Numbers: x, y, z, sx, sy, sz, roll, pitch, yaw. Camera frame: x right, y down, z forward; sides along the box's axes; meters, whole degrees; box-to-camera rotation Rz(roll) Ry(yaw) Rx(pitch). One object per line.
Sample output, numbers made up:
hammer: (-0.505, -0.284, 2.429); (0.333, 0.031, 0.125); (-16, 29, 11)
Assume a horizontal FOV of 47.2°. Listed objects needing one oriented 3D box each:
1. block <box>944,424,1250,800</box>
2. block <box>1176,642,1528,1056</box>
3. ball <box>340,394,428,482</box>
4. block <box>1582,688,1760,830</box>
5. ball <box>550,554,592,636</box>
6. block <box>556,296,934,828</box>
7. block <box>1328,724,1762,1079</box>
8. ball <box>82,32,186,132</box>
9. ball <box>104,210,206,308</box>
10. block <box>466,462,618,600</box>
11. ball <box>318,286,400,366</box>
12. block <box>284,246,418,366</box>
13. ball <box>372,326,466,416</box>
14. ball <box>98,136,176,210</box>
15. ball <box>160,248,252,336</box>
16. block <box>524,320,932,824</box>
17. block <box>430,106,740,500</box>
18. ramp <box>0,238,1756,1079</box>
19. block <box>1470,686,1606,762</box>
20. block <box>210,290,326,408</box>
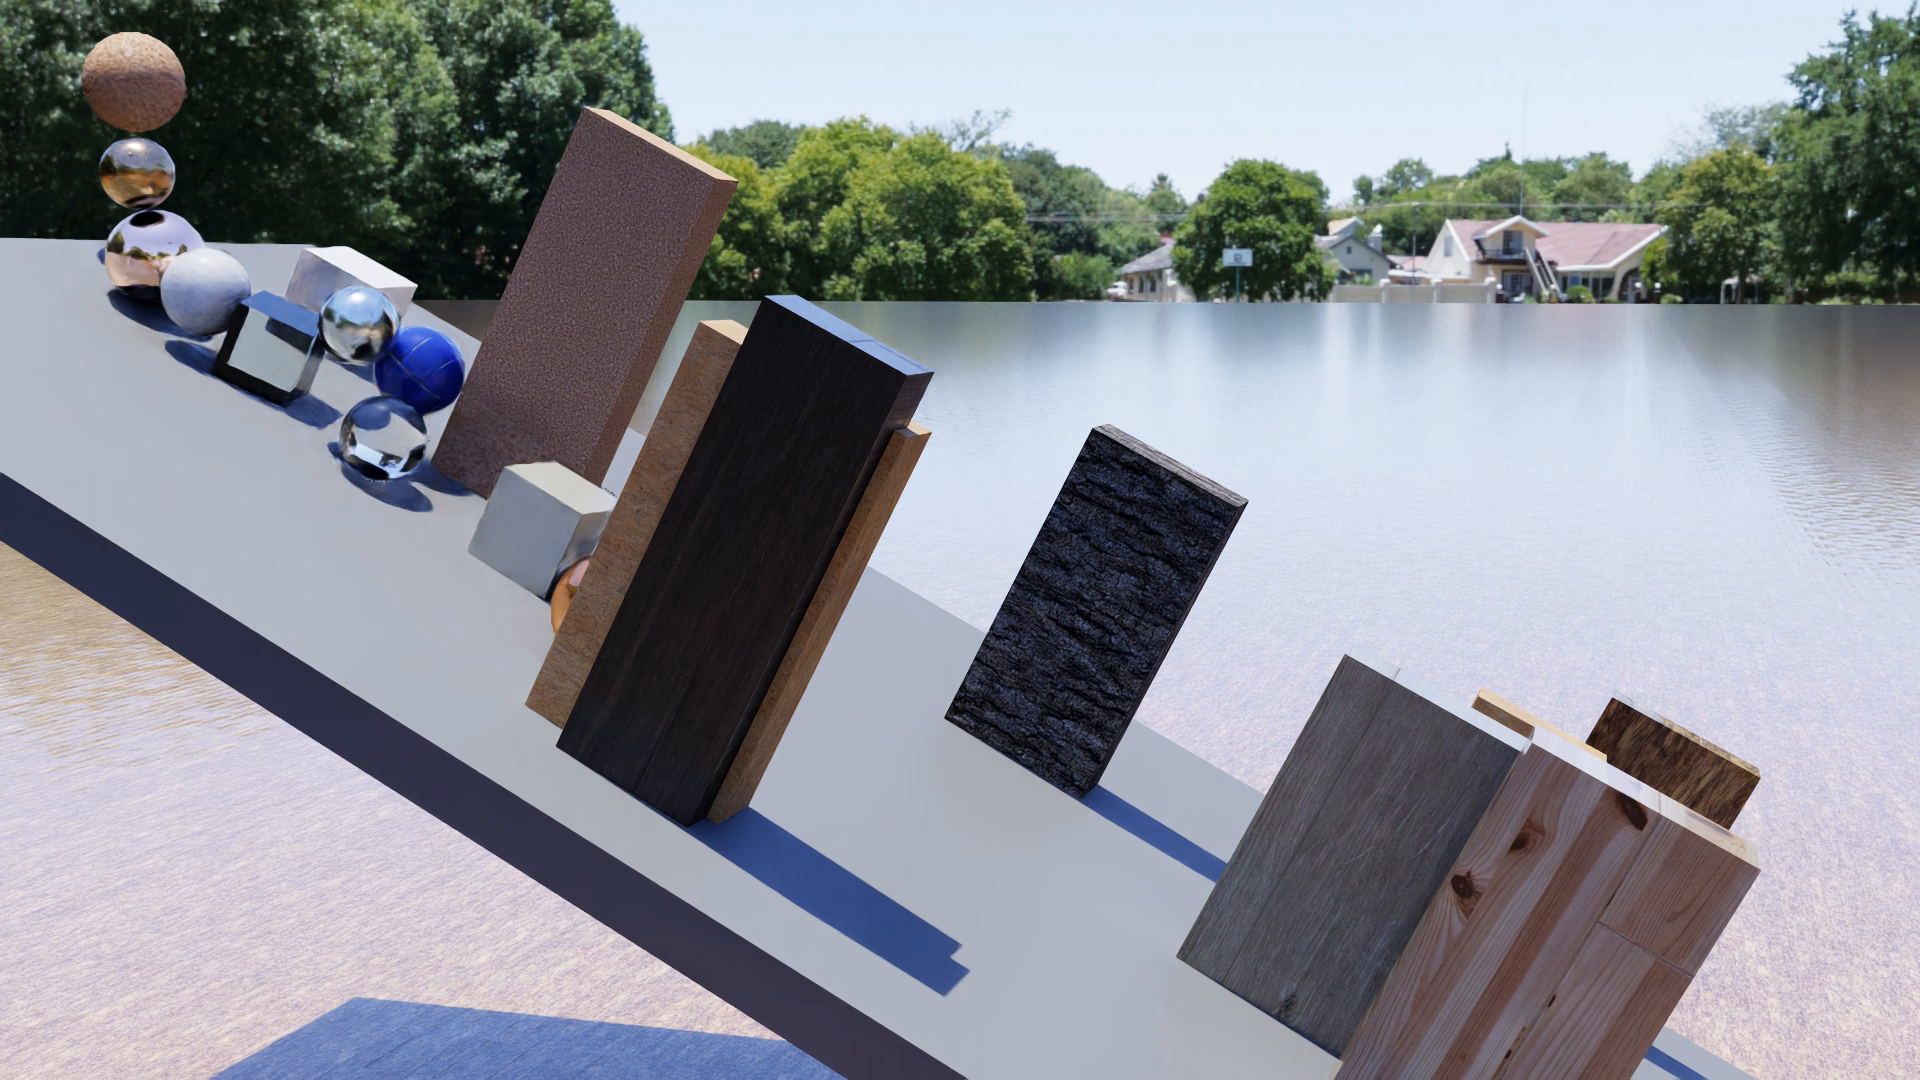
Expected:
block: (0.268, 0.140, 4.369); (0.320, 0.663, 0.139); (30, 14, 12)
block: (0.696, 0.547, 3.768); (0.398, 0.617, 0.120); (30, 14, 12)
ball: (-1.087, -0.192, 4.150); (0.162, 0.162, 0.162); (0, 7, 0)
block: (1.335, 0.658, 4.527); (0.325, 0.618, 0.091); (30, 14, 12)
ball: (-0.602, 0.123, 3.796); (0.208, 0.208, 0.208); (0, 7, 0)
block: (-0.336, 0.034, 3.388); (0.251, 0.789, 0.132); (30, 14, 12)
block: (0.872, 0.689, 3.379); (0.368, 0.710, 0.143); (30, 14, 12)
ball: (-1.747, -0.969, 4.653); (0.208, 0.208, 0.208); (0, 7, 0)
ball: (-1.631, -0.571, 4.463); (0.197, 0.197, 0.197); (0, 7, 0)
block: (-0.763, -0.020, 4.080); (0.180, 0.180, 0.180); (30, 14, 15)
ball: (-1.152, -0.410, 4.214); (0.152, 0.152, 0.152); (0, 7, 0)
block: (-1.341, -0.513, 4.800); (0.186, 0.186, 0.186); (29, 14, 8)
ball: (-1.065, -0.334, 4.331); (0.178, 0.178, 0.178); (0, 7, 0)
ball: (-1.651, -0.736, 4.413); (0.145, 0.145, 0.145); (0, 7, 0)
ball: (-1.485, -0.488, 4.333); (0.172, 0.172, 0.172); (0, 7, 0)
block: (-0.372, 0.049, 3.473); (0.375, 0.692, 0.125); (30, 14, 12)
block: (-0.742, -0.420, 4.312); (0.306, 0.782, 0.110); (30, 14, 12)
ramp: (-0.232, 0.388, 4.153); (4.000, 0.100, 2.000); (30, 14, 12)
block: (1.031, 0.595, 4.388); (0.274, 0.529, 0.105); (30, 14, 12)
block: (-1.356, -0.379, 4.350); (0.156, 0.156, 0.156); (25, 14, -6)
